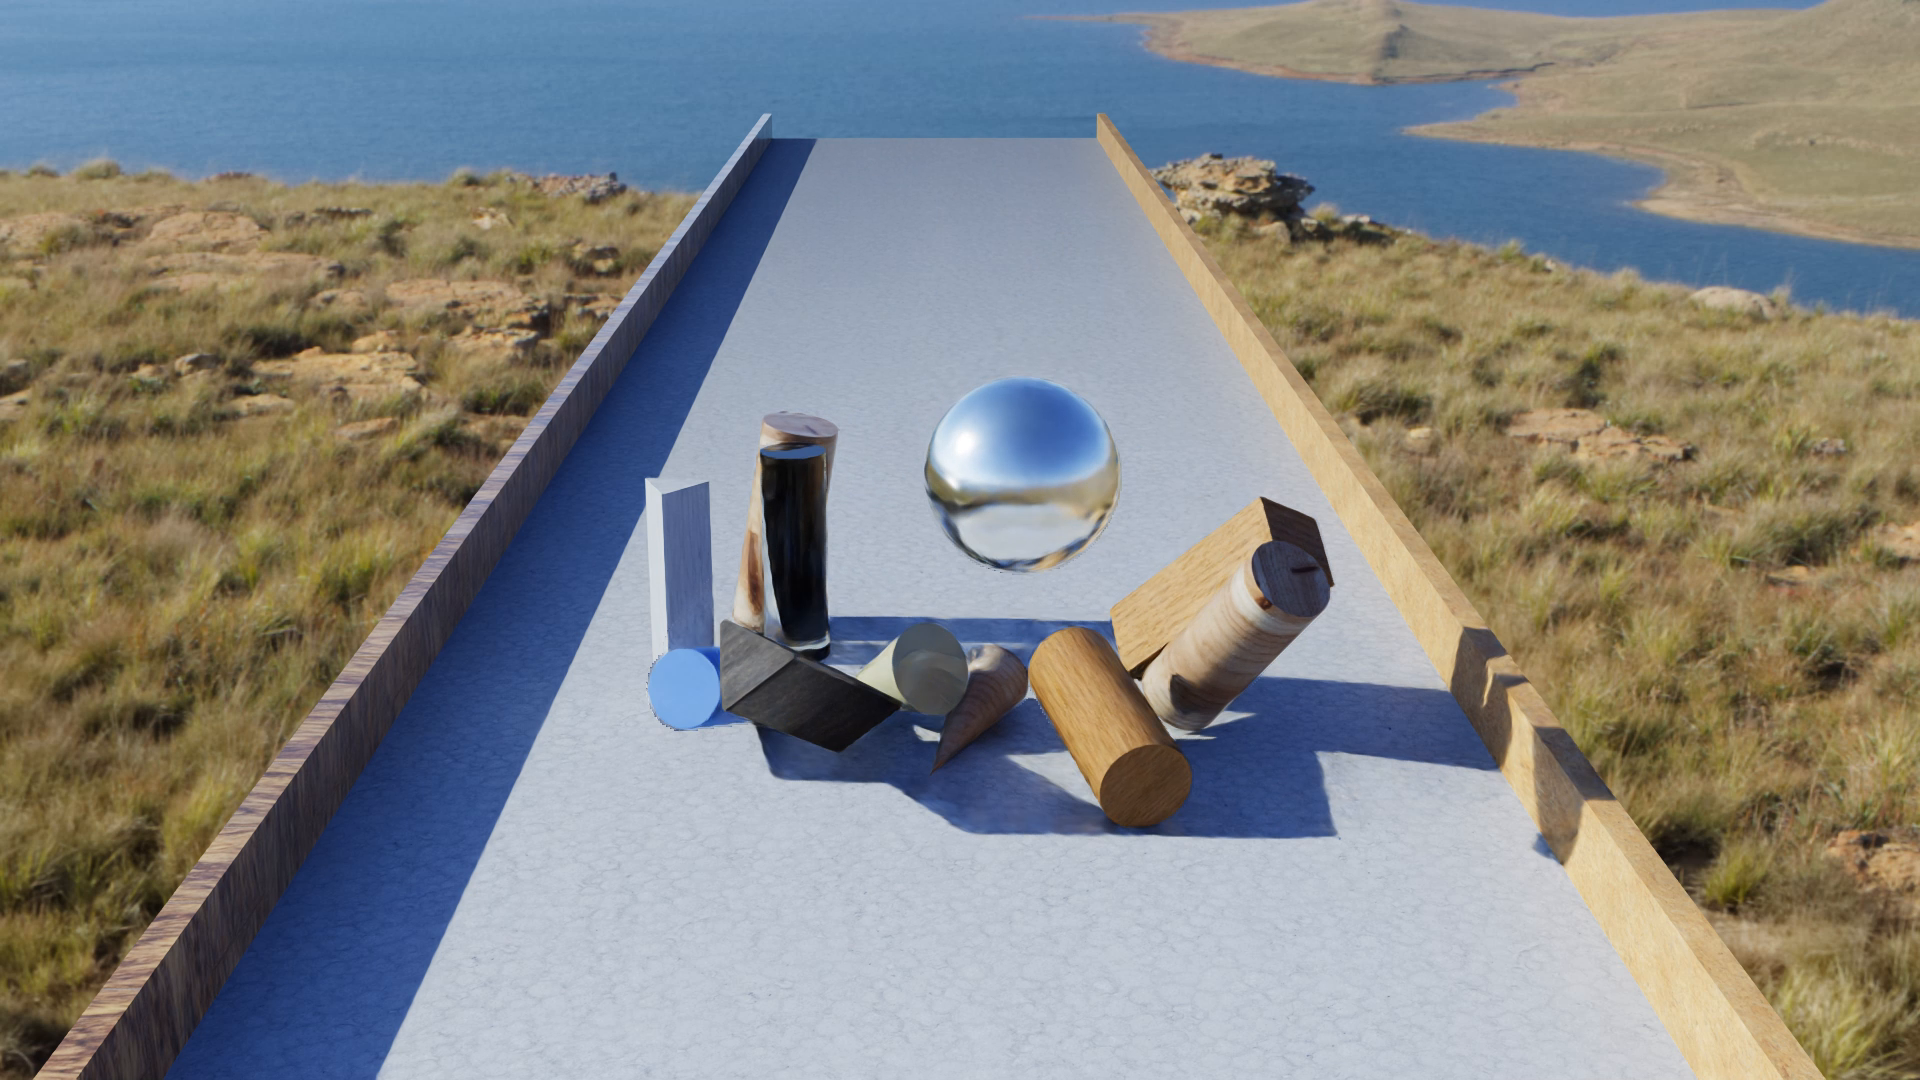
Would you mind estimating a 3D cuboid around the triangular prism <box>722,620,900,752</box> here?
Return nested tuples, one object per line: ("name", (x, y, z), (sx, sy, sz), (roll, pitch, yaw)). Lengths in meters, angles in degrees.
("triangular prism", (-0.275, 0.234, 3.767), (0.129, 0.149, 0.430), (57, 11, 25))

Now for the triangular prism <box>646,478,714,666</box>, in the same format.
("triangular prism", (-0.546, 0.098, 4.147), (0.104, 0.427, 0.120), (12, 21, 36))

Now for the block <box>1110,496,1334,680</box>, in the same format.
("block", (0.484, 0.108, 4.112), (0.149, 0.413, 0.149), (19, 46, -35))

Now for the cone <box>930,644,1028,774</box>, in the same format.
("cone", (0.006, 0.334, 3.988), (0.136, 0.136, 0.348), (6, 29, 19))

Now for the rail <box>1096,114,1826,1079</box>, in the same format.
("rail", (0.932, -0.844, 7.801), (0.050, 0.150, 12.000), (0, 17, -1))

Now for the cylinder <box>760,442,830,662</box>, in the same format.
("cylinder", (-0.329, 0.027, 4.393), (0.130, 0.423, 0.130), (0, 17, 0))

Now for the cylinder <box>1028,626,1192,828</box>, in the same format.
("cylinder", (0.252, 0.315, 3.772), (0.160, 0.160, 0.409), (-4, 27, -14))

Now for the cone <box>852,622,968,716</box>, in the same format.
("cone", (-0.149, 0.267, 4.086), (0.170, 0.170, 0.322), (-14, -4, -40))

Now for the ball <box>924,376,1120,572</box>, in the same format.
("ball", (0.096, -0.102, 3.411), (0.305, 0.305, 0.305), (0, 17, 0))

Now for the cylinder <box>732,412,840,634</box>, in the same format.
("cylinder", (-0.361, -0.034, 4.541), (0.157, 0.434, 0.157), (10, 19, -3))

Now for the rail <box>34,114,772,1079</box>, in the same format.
("rail", (-1.118, -0.838, 7.780), (0.050, 0.150, 12.000), (0, 17, -1))

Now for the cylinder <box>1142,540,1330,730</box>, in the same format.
("cylinder", (0.488, 0.176, 3.931), (0.156, 0.403, 0.156), (15, 51, -19))

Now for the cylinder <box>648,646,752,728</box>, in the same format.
("cylinder", (-0.421, 0.261, 3.956), (0.140, 0.140, 0.316), (7, 1, 21))
